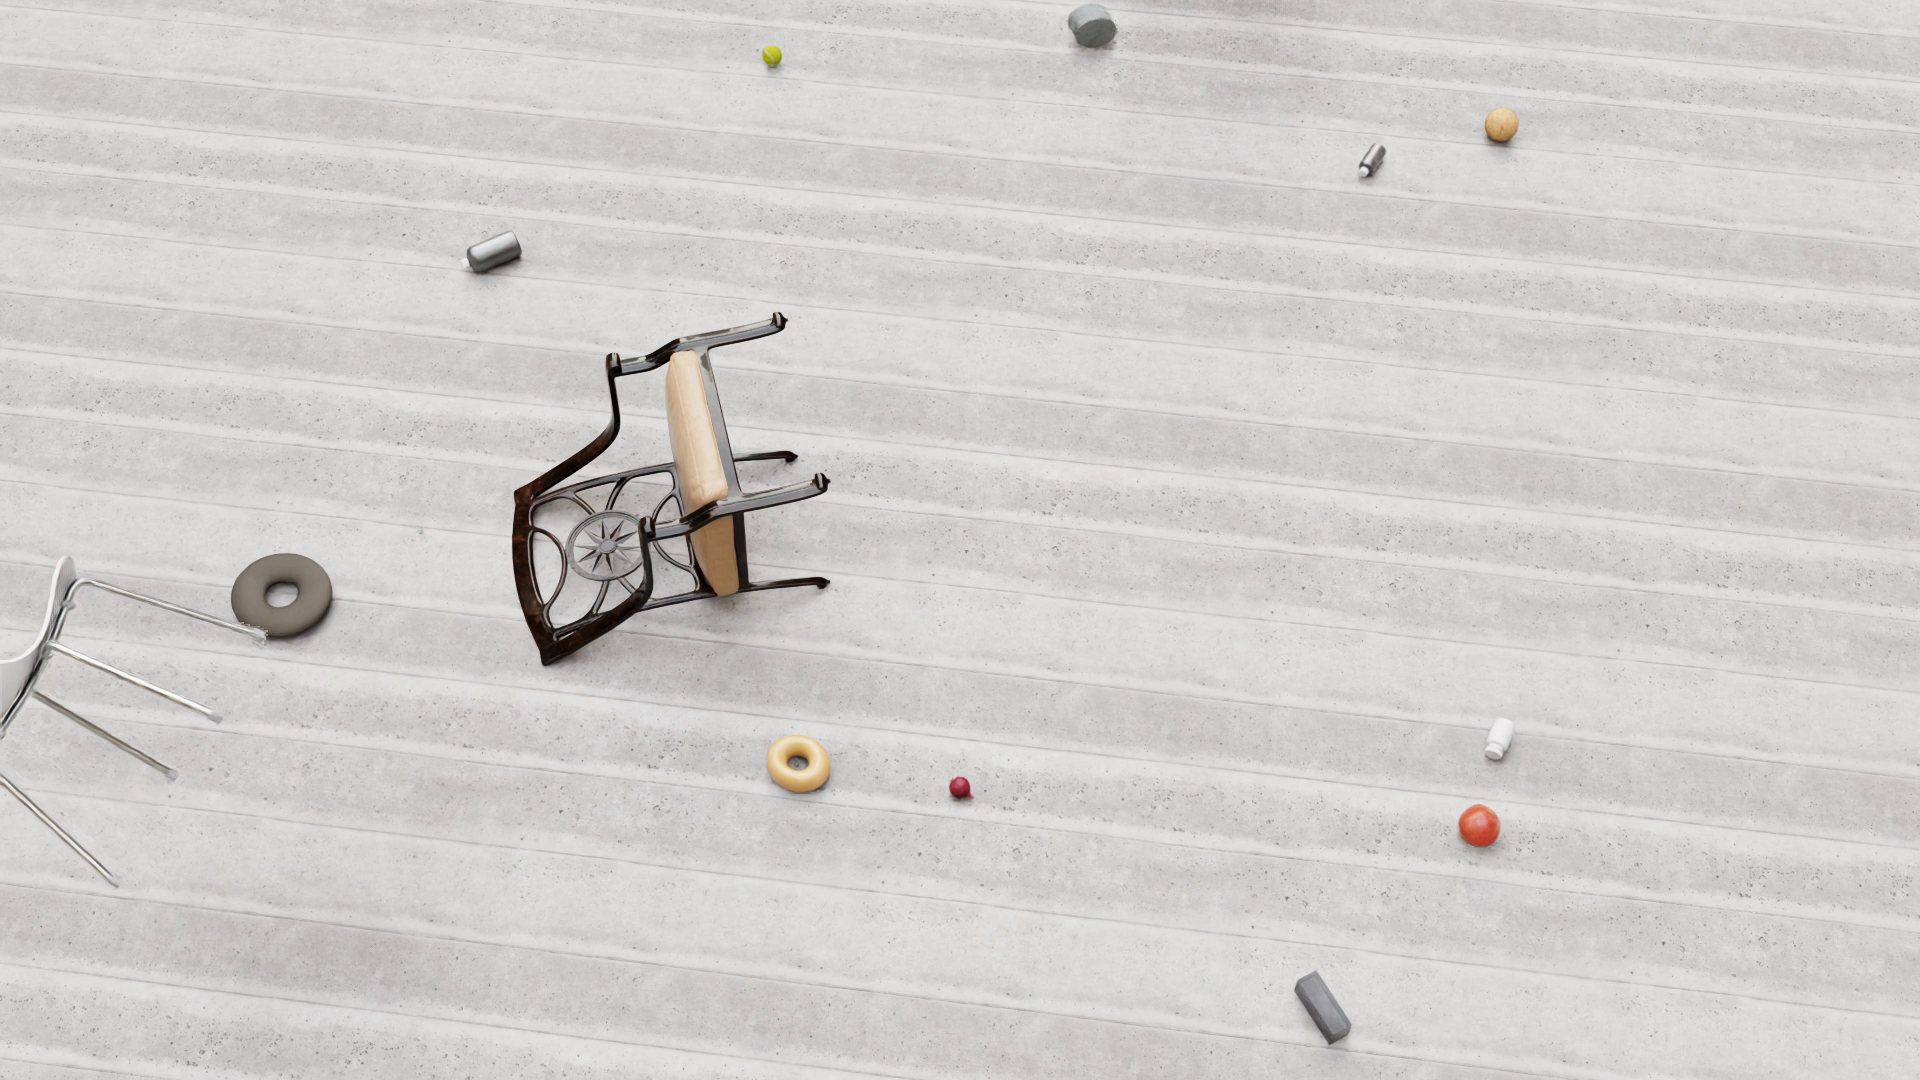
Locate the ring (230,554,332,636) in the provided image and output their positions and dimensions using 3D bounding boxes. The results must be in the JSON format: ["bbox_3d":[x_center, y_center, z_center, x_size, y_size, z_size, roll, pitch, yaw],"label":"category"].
[{"bbox_3d":[-1.982,0.160,6.425,0.296,0.070,0.279,20,59,12],"label":"ring"}]

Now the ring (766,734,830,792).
[{"bbox_3d":[-0.449,0.620,6.113,0.186,0.076,0.161,24,61,14],"label":"ring"}]

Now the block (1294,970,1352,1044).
[{"bbox_3d":[0.943,1.215,5.715,0.058,0.073,0.169,-24,59,-15],"label":"block"}]

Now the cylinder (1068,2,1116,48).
[{"bbox_3d":[0.462,-1.802,7.701,0.159,0.129,0.082,0,51,-34],"label":"cylinder"}]

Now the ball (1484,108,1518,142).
[{"bbox_3d":[1.835,-1.408,7.451,0.113,0.113,0.113,0,56,0],"label":"ball"}]
